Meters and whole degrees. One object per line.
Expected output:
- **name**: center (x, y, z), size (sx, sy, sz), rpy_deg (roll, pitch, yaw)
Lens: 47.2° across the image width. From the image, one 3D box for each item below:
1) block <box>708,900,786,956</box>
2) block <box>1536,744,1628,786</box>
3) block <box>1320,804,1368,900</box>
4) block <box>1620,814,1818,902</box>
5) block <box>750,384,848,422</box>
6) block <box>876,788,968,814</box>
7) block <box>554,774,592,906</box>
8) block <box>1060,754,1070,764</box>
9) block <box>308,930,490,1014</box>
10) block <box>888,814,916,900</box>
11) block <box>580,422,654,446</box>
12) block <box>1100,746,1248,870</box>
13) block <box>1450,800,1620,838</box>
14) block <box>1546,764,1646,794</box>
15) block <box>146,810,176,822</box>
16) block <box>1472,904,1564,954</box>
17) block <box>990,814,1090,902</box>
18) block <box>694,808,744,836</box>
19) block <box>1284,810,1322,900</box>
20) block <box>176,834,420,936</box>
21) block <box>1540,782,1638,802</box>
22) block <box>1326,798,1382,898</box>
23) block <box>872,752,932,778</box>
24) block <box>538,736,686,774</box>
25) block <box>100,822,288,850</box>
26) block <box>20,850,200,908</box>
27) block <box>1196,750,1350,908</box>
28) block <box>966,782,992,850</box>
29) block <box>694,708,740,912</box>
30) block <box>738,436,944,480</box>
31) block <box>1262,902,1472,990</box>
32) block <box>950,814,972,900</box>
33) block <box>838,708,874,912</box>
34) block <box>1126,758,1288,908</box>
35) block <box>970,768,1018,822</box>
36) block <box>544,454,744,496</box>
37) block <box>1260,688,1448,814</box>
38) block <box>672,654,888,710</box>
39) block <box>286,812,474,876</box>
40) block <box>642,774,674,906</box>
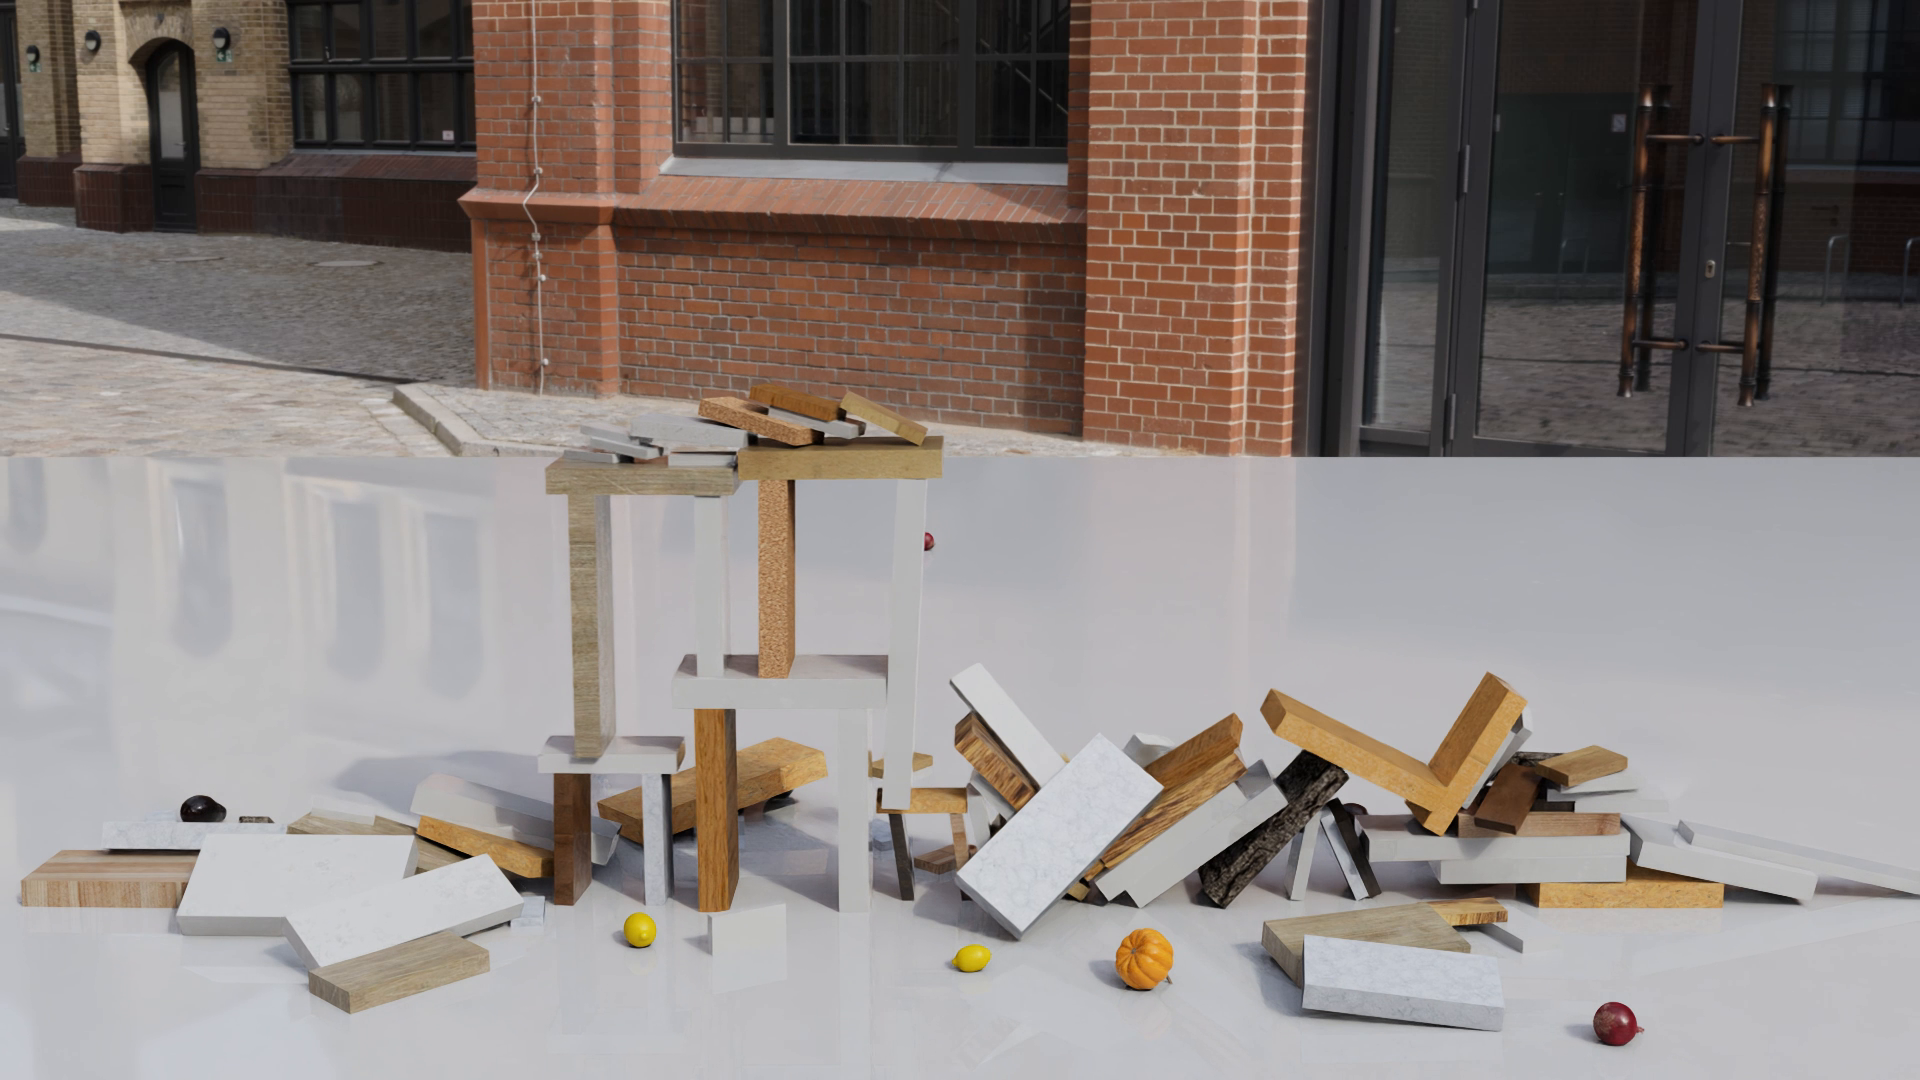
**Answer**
- **block**: center (-0.332, 0.604, 3.423), size (0.125, 0.063, 0.018), rpy_deg (-6, 12, -29)
- **block**: center (1.011, 0.367, 3.576), size (0.139, 0.020, 0.069), rpy_deg (-11, 18, -31)
- **block**: center (0.633, 0.516, 3.658), size (0.022, 0.155, 0.077), rpy_deg (-24, 10, 4)
- **block**: center (1.250, 0.526, 3.662), size (0.301, 0.043, 0.150), rpy_deg (12, 10, -4)
- **block**: center (-0.258, -0.221, 3.525), size (0.142, 0.020, 0.071), rpy_deg (16, 13, 15)
- **block**: center (-0.063, 0.431, 3.640), size (0.149, 0.021, 0.075), rpy_deg (0, 11, 0)
- **block**: center (-0.642, 0.479, 3.647), size (0.032, 0.225, 0.113), rpy_deg (2, 11, 5)
- **block**: center (0.192, 0.423, 3.697), size (0.120, 0.060, 0.017), rpy_deg (48, 25, 12)
- **block**: center (-0.836, 0.644, 3.286), size (0.117, 0.033, 0.235), rpy_deg (10, 15, 44)
- **block**: center (-0.096, 0.515, 3.657), size (0.021, 0.149, 0.075), rpy_deg (-8, 10, 2)
- **block**: center (-0.555, -0.172, 3.555), size (0.105, 0.015, 0.053), rpy_deg (12, 12, 17)
- **block**: center (0.345, 0.428, 3.645), size (0.280, 0.040, 0.140), rpy_deg (-36, 8, 7)
- **block**: center (0.942, 0.452, 3.640), size (0.262, 0.037, 0.131), rpy_deg (-1, 11, 0)
- **block**: center (1.034, 0.388, 3.584), size (0.144, 0.020, 0.072), rpy_deg (-3, 11, -6)
- **block**: center (-1.461, 0.517, 4.021), size (0.052, 0.015, 0.103), rpy_deg (-4, 11, -21)
- **block**: center (0.878, 0.614, 3.480), size (0.075, 0.021, 0.149), rpy_deg (-4, 11, -21)
- **block**: center (0.133, 0.528, 3.663), size (0.181, 0.026, 0.090), rpy_deg (34, 8, -6)
- **block**: center (-0.445, 0.505, 4.057), size (0.092, 0.026, 0.184), rpy_deg (-1, 11, -6)
- **block**: center (0.569, 0.513, 3.658), size (0.022, 0.155, 0.077), rpy_deg (9, 10, -2)
- **block**: center (-1.056, 0.552, 3.522), size (0.340, 0.048, 0.170), rpy_deg (0, 41, 2)
- **block**: center (1.027, 0.406, 3.605), size (0.148, 0.021, 0.074), rpy_deg (-1, 11, 0)
- **block**: center (0.655, 0.511, 3.655), size (0.022, 0.155, 0.077), rpy_deg (-24, 20, 4)
- **block**: center (-0.123, 0.448, 4.379), size (0.068, 0.019, 0.136), rpy_deg (8, 13, 36)
- **block**: center (-0.572, 0.353, 3.622), size (0.225, 0.032, 0.113), rpy_deg (0, 11, 0)
- **block**: center (-1.290, 0.516, 3.788), size (0.315, 0.045, 0.158), rpy_deg (0, -12, 2)
- **block**: center (-1.250, 0.567, 3.673), size (0.572, 0.045, 0.157), rpy_deg (0, 11, 2)
- **block**: center (0.515, 0.467, 3.645), size (0.042, 0.298, 0.149), rpy_deg (41, 8, -7)
- **block**: center (0.041, 0.500, 3.655), size (0.026, 0.181, 0.090), rpy_deg (-11, 10, 2)
- **block**: center (-0.401, 0.423, 3.634), size (0.048, 0.342, 0.171), rpy_deg (0, 11, 0)
- **block**: center (-0.188, -0.132, 3.530), size (0.320, 0.045, 0.160), rpy_deg (-1, 11, 1)
- **block**: center (0.619, 0.617, 3.355), size (0.280, 0.040, 0.140), rpy_deg (-3, 20, -17)
- **block**: center (0.004, 0.515, 3.658), size (0.021, 0.149, 0.075), rpy_deg (-8, 10, 2)
- **block**: center (-0.172, 0.423, 3.634), size (0.048, 0.342, 0.171), rpy_deg (0, 11, 0)
- **block**: center (0.402, 0.485, 3.651), size (0.298, 0.042, 0.149), rpy_deg (-36, 8, 6)
- **block**: center (0.090, 0.447, 3.645), size (0.026, 0.181, 0.090), rpy_deg (-44, 3, 7)
- **block**: center (-0.504, -0.105, 3.534), size (0.296, 0.042, 0.148), rpy_deg (0, 10, 1)
- **block**: center (0.645, 0.345, 3.617), size (0.298, 0.042, 0.149), rpy_deg (26, 9, -6)
- **block**: center (-0.289, 0.231, 3.598), size (0.342, 0.048, 0.171), rpy_deg (0, 11, 0)
- **block**: center (-0.949, 0.523, 3.680), size (0.315, 0.045, 0.158), rpy_deg (16, 11, 7)
- **block**: center (-0.500, 0.480, 3.647), size (0.032, 0.225, 0.113), rpy_deg (0, 11, 0)
